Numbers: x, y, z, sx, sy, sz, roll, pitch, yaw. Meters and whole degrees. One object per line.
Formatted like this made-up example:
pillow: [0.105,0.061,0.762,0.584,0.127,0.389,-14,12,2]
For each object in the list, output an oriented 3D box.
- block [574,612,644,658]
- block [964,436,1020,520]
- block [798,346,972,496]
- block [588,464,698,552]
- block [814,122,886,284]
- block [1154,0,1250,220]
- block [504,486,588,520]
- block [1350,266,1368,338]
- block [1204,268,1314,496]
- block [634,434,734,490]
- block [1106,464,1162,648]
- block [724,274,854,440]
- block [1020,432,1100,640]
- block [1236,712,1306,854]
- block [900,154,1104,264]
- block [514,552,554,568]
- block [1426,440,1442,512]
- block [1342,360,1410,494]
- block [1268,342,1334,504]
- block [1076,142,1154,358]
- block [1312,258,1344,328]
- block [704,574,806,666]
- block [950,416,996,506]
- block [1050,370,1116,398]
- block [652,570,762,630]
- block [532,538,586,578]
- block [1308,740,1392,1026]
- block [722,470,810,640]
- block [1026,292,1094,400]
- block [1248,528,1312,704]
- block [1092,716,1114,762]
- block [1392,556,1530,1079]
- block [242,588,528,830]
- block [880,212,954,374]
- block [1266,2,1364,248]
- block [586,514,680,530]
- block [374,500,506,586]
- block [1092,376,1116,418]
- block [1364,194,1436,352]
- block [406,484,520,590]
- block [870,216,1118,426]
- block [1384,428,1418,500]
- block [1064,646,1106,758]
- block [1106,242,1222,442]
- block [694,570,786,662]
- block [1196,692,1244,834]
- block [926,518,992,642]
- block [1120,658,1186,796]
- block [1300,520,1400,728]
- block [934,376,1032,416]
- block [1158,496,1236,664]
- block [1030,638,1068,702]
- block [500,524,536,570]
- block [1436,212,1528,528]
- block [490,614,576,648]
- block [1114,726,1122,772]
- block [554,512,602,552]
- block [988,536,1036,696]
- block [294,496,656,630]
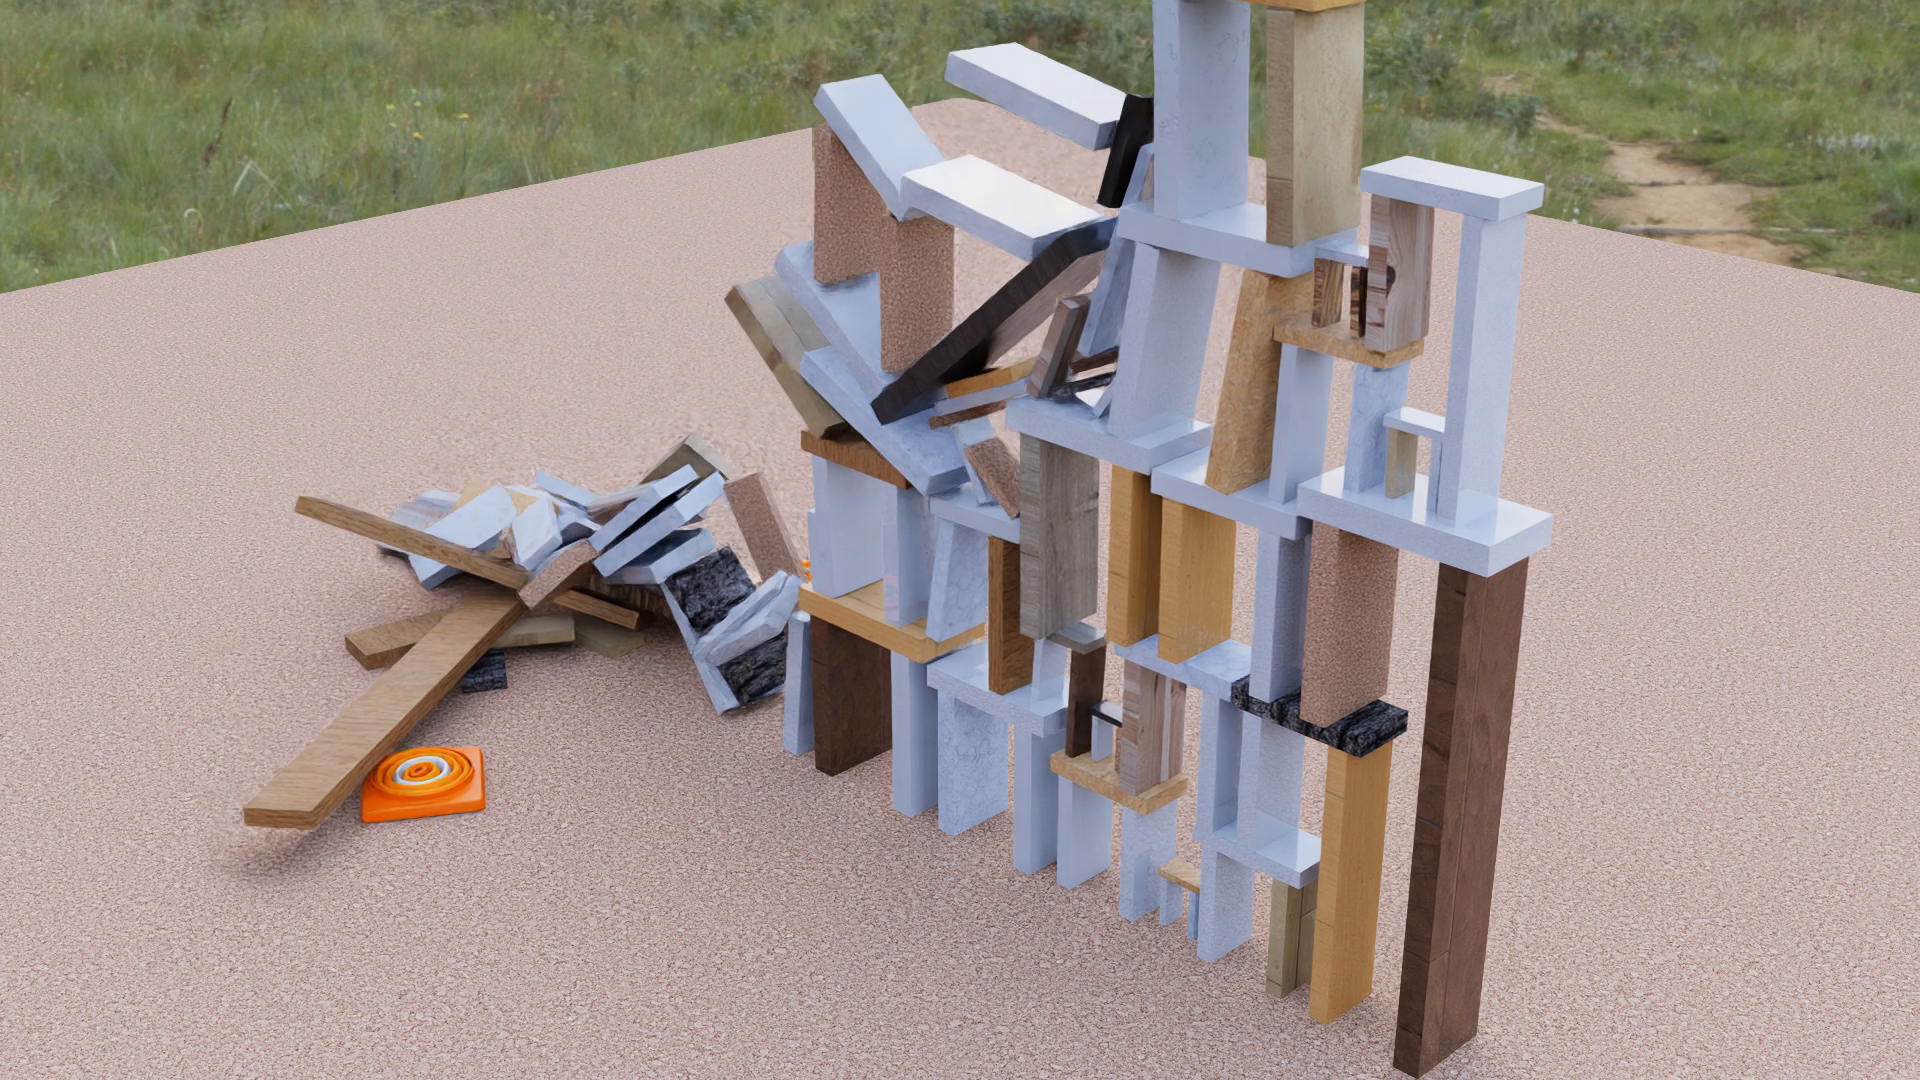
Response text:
block: [-0.851,0.221,5.203,0.202,0.029,0.101,21,30,40]
block: [0.083,-0.116,4.077,0.079,0.022,0.158,-23,70,-41]
block: [-0.120,-0.245,4.242,0.176,0.050,0.396,-19,52,-39]
block: [-0.700,-0.070,4.854,0.262,0.037,0.131,-35,2,39]
block: [-0.208,-0.649,4.182,0.042,0.299,0.149,24,32,38]
block: [0.385,-0.704,3.504,0.050,0.355,0.178,18,29,42]
block: [-1.092,-0.095,5.776,0.283,0.040,0.142,12,9,25]
block: [0.625,-0.373,3.391,0.055,0.111,0.016,-21,28,-40]
block: [0.501,-0.272,3.566,0.173,0.383,0.049,-21,40,-41]
block: [-0.634,-0.137,5.013,0.255,0.126,0.036,-35,21,44]
block: [0.334,0.007,3.854,0.166,0.332,0.047,-21,31,-40]
block: [-0.300,-0.373,4.372,0.176,0.050,0.352,-22,72,-40]
block: [0.182,-0.027,4.008,0.047,0.392,0.166,19,30,39]
block: [0.540,0.397,3.803,0.037,0.265,0.132,21,31,40]
block: [0.071,-0.589,3.897,0.171,0.048,0.342,-23,41,-37]
block: [-0.969,0.023,5.339,0.103,0.029,0.207,6,18,36]
block: [0.742,-0.105,3.372,0.016,0.115,0.058,20,30,41]
block: [0.653,-0.187,3.442,0.105,0.211,0.030,-21,33,-40]
block: [0.552,-0.200,3.546,0.030,0.268,0.105,23,32,39]
block: [0.290,-0.493,3.721,0.093,0.423,0.026,-25,56,-37]
block: [0.576,-0.393,3.438,0.055,0.111,0.016,-21,30,-40]
block: [-0.436,0.172,4.668,0.298,0.037,0.131,-28,31,54]
block: [0.045,-0.151,4.123,0.079,0.158,0.022,-22,0,-41]
block: [0.237,-0.278,3.873,0.139,0.020,0.069,-12,5,33]
block: [-0.604,0.142,5.334,0.275,0.039,0.138,-25,27,-38]
block: [-0.924,0.045,5.091,0.086,0.024,0.176,-40,0,15]
block: [0.664,0.568,3.740,0.132,0.532,0.037,-21,31,-41]
block: [-0.397,0.051,4.800,0.096,0.405,0.027,-19,8,29]
block: [0.188,-0.344,3.883,0.098,0.195,0.028,-20,52,-42]
block: [0.552,0.106,3.666,0.042,0.303,0.150,21,31,40]
block: [0.266,0.362,4.099,0.013,0.092,0.046,20,29,40]
block: [0.805,0.440,3.544,0.050,0.922,0.176,21,31,41]
block: [-1.193,0.331,4.723,0.138,0.039,1.195,1,20,10]
block: [-0.079,-0.475,4.118,0.042,0.299,0.149,23,33,39]
block: [0.543,-0.642,3.360,0.050,0.356,0.178,17,28,42]
block: [-0.773,-0.019,5.294,0.253,0.126,0.036,7,51,35]
block: [-1.291,0.007,5.596,0.417,0.041,0.143,13,62,28]
block: [0.286,-0.270,3.798,0.069,0.139,0.020,-23,67,-42]
block: [0.666,-0.413,3.324,0.118,0.237,0.034,-21,29,-40]
block: [-1.235,-0.009,5.479,0.286,0.041,0.143,-33,53,-3]
block: [0.073,-0.388,3.958,0.171,0.048,0.661,-23,-9,-39]
block: [0.688,-0.126,3.422,0.016,0.115,0.058,20,30,41]
block: [0.234,0.295,4.088,0.070,0.224,0.020,-17,31,-36]
block: [0.347,-0.350,3.700,0.173,0.347,0.049,-21,40,-40]
block: [-0.470,0.162,4.678,0.016,0.317,0.056,35,41,-18]
block: [0.477,0.369,3.865,0.133,0.268,0.038,-21,31,-40]
block: [0.005,0.061,4.245,0.037,0.260,0.130,30,36,34]
block: [0.351,0.319,3.980,0.133,0.265,0.038,-21,31,-41]
block: [0.638,0.113,3.585,0.050,0.353,0.176,21,31,40]
block: [0.072,-0.276,4.061,0.098,0.028,0.260,-24,8,-38]
block: [0.410,0.051,3.792,0.150,0.300,0.042,-21,31,-41]
block: [0.169,0.229,4.136,0.070,0.139,0.020,-21,35,-40]
block: [-1.074,0.035,5.372,0.019,0.136,0.068,-23,26,14]
block: [0.775,-0.259,3.271,0.034,0.477,0.118,21,31,41]
block: [-1.004,0.213,5.143,0.203,0.029,0.101,-5,19,-9]
block: [0.307,0.379,4.060,0.046,0.092,0.013,-21,32,-41]
block: [-0.903,-0.002,5.188,0.029,0.104,0.207,57,10,23]
block: [0.112,0.126,4.154,0.130,0.316,0.037,-21,31,-41]
block: [-1.158,0.053,5.251,0.879,0.040,0.142,18,2,7]
